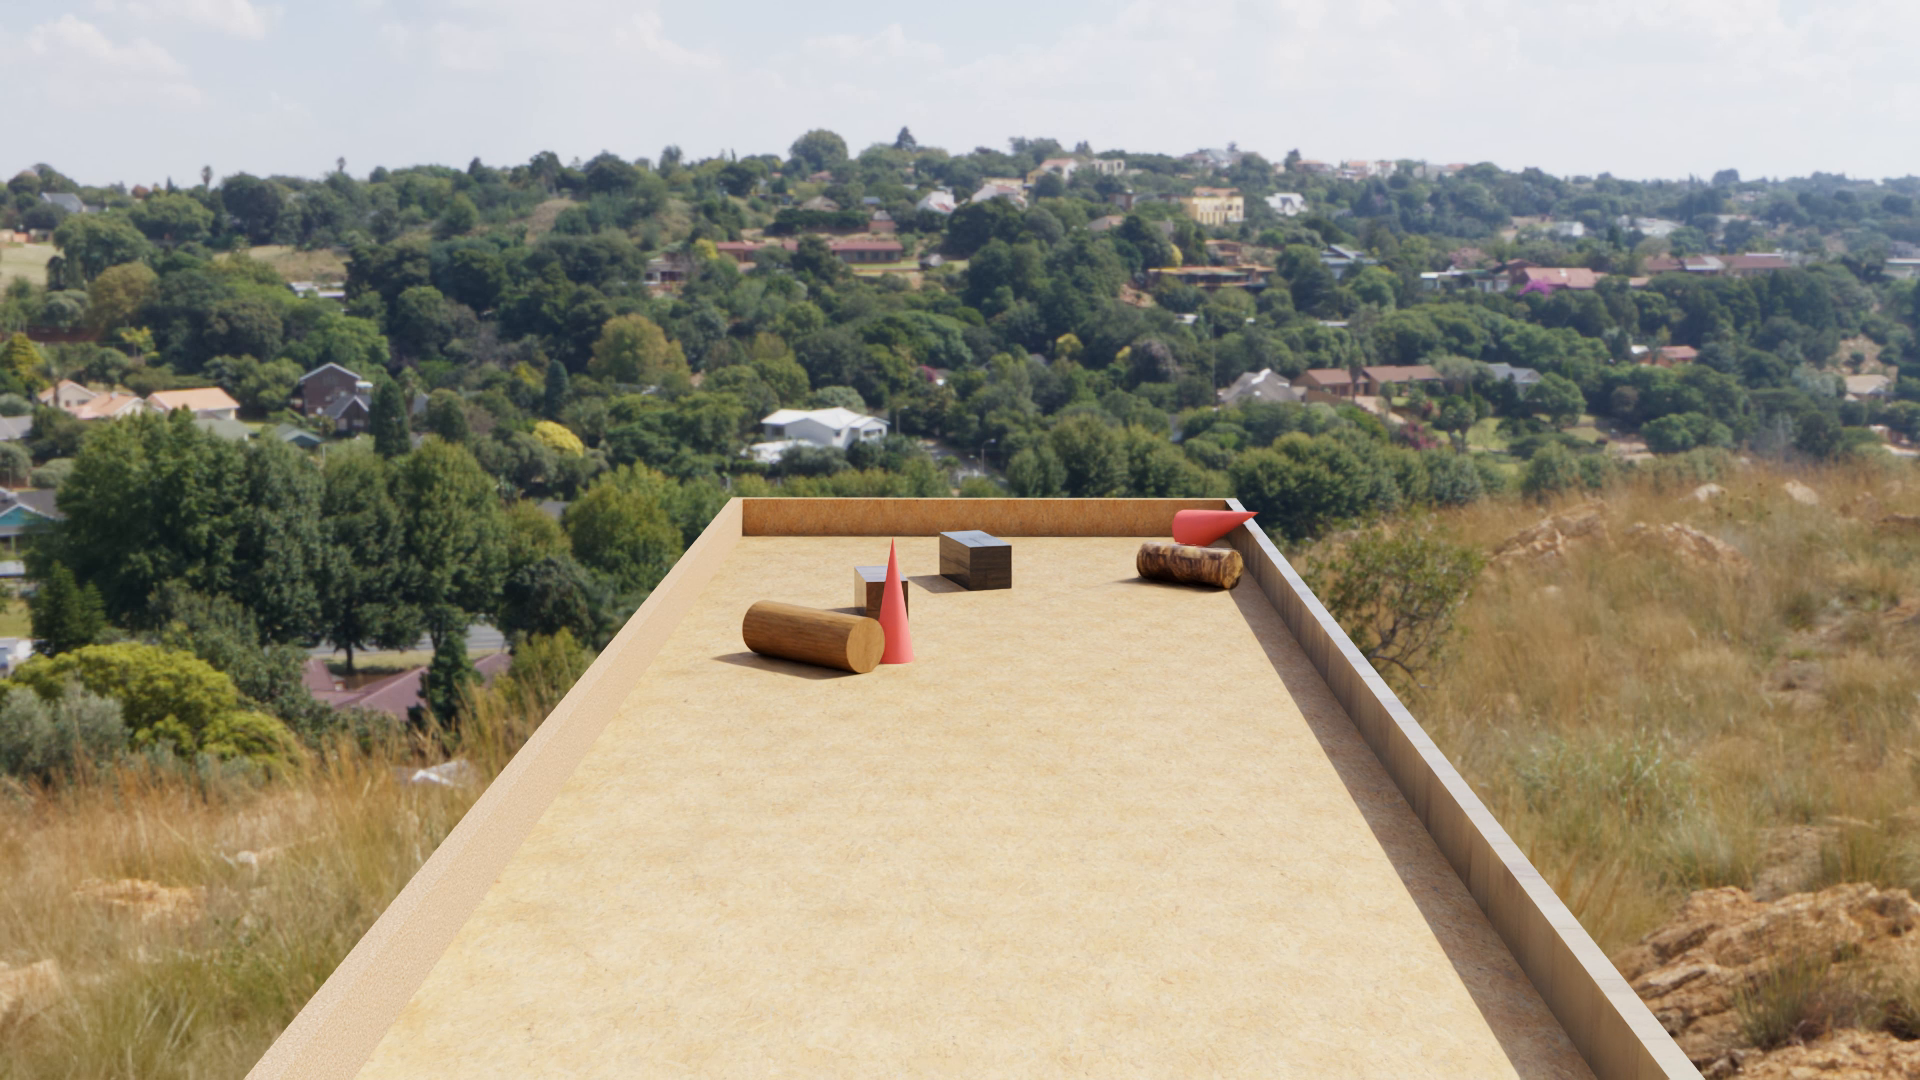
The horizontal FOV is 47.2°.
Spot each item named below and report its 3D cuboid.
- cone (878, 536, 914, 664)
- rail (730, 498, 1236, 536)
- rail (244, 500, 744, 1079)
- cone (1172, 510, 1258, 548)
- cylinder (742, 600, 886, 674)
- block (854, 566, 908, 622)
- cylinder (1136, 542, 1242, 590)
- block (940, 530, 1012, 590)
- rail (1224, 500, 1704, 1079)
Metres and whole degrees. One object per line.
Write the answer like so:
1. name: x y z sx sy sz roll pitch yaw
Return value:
1. cone: -0.203 0.175 6.677 0.128 0.384 0.128 0 9 0
2. rail: 0.099 -0.098 9.147 2.100 0.150 0.050 0 9 1
3. rail: -1.004 0.839 3.234 0.050 0.150 12.000 0 9 1
4. cone: 1.022 -0.068 8.521 0.180 0.180 0.381 -8 -6 -41
5. cylinder: -0.445 0.290 6.649 0.442 0.166 0.166 8 12 40
6. block: -0.267 0.182 7.412 0.141 0.141 0.305 -2 9 -10
7. cylinder: 0.833 0.091 7.997 0.367 0.136 0.136 7 11 37
8. block: 0.055 0.073 8.040 0.159 0.159 0.363 -3 9 -18
9. rail: 1.046 0.843 3.208 0.050 0.150 12.000 0 9 1
